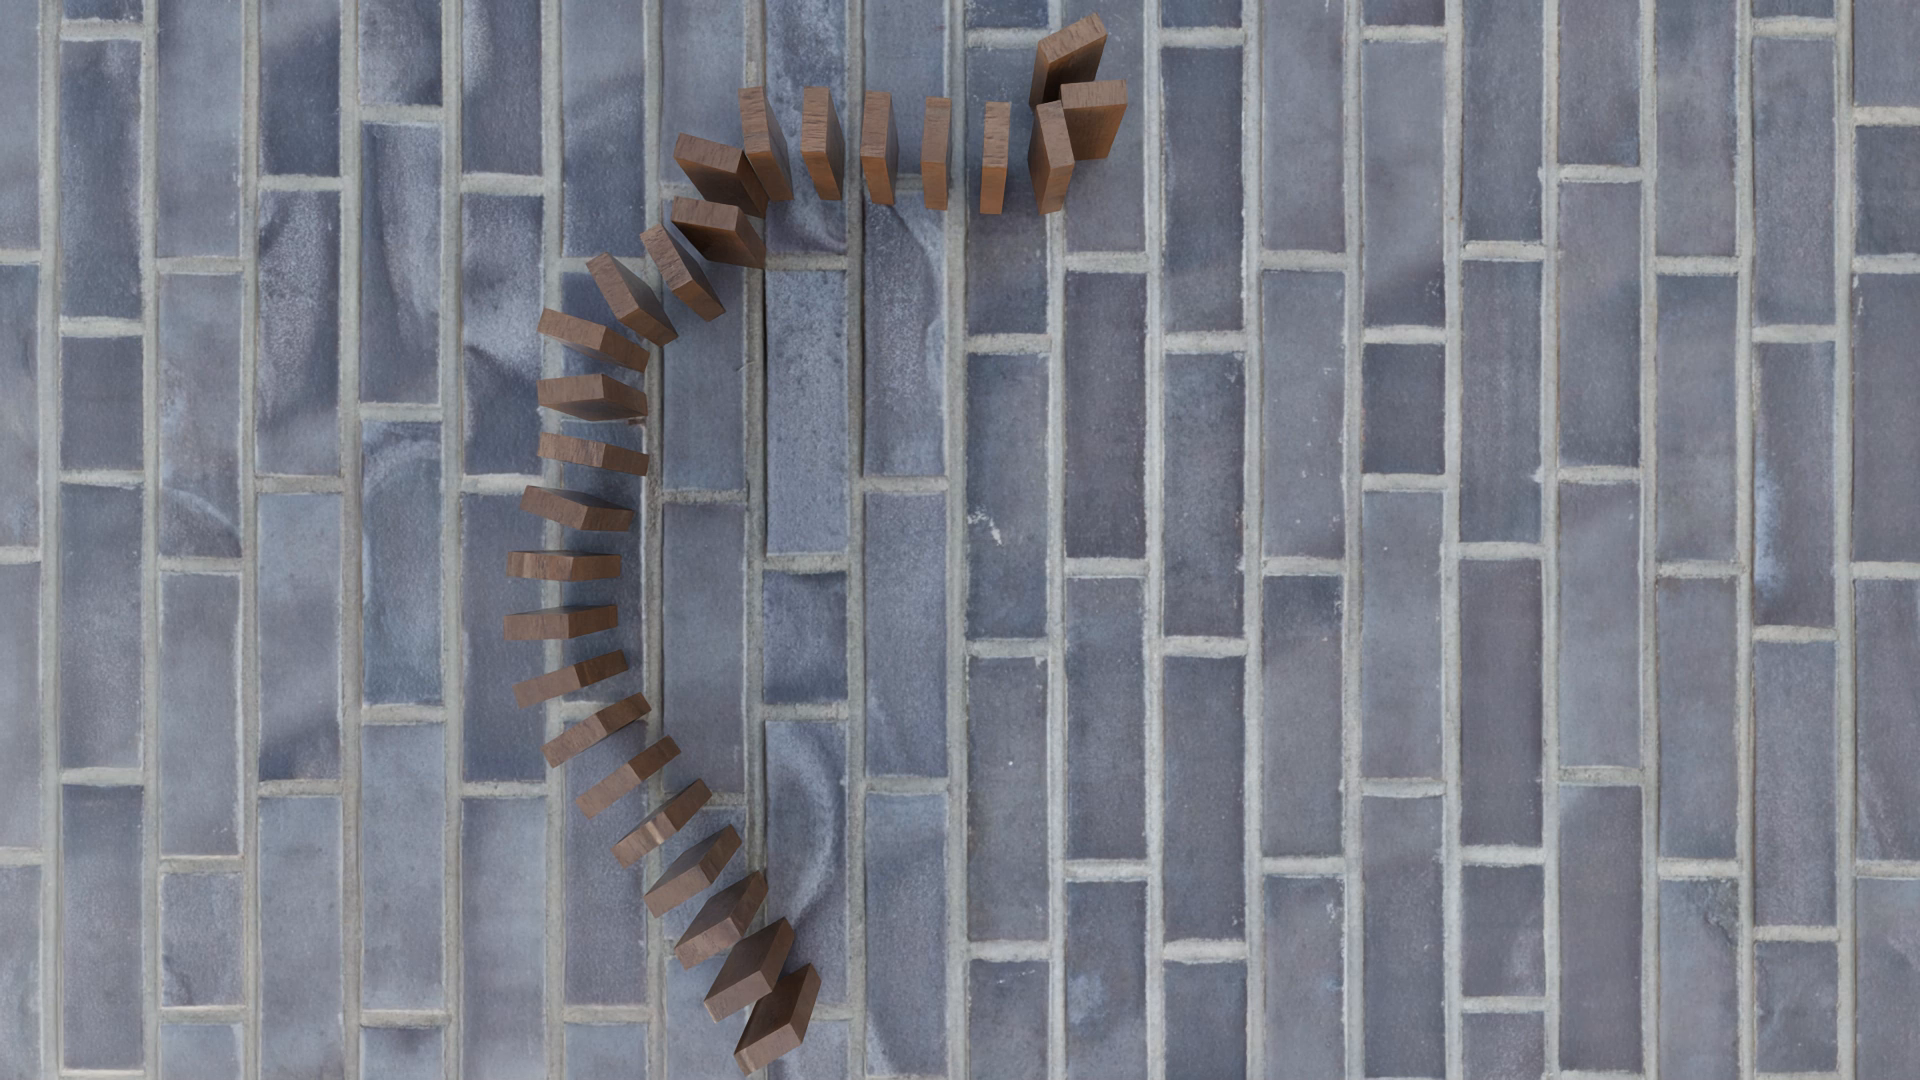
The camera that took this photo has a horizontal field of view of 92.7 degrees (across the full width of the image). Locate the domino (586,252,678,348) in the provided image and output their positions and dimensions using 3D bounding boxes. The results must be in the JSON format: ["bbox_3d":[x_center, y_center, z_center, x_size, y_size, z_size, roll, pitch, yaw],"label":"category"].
[{"bbox_3d":[-0.133,-0.097,0.375,0.009,0.050,0.025,-30,90,0],"label":"domino"}]

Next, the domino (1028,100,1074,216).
[{"bbox_3d":[0.037,-0.155,0.375,0.009,0.050,0.025,-13,90,0],"label":"domino"}]

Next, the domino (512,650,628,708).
[{"bbox_3d":[-0.158,0.056,0.375,0.025,0.050,0.010,-19,90,0],"label":"domino"}]

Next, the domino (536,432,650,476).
[{"bbox_3d":[-0.149,-0.035,0.375,0.025,0.050,0.009,10,90,0],"label":"domino"}]

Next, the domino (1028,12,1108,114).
[{"bbox_3d":[0.043,-0.192,0.375,0.025,0.050,0.010,-27,90,0],"label":"domino"}]

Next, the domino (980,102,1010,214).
[{"bbox_3d":[0.014,-0.155,0.375,0.009,0.050,0.025,3,90,0],"label":"domino"}]

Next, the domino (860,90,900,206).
[{"bbox_3d":[-0.032,-0.159,0.375,0.010,0.050,0.025,5,90,0],"label":"domino"}]

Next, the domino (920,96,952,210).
[{"bbox_3d":[-0.009,-0.157,0.375,0.009,0.050,0.025,5,90,0],"label":"domino"}]

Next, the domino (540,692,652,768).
[{"bbox_3d":[-0.148,0.077,0.375,0.025,0.050,0.010,-32,90,0],"label":"domino"}]

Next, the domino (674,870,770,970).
[{"bbox_3d":[-0.096,0.154,0.375,0.025,0.050,0.010,-30,90,0],"label":"domino"}]

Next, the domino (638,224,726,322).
[{"bbox_3d":[-0.112,-0.108,0.375,0.009,0.050,0.025,-30,90,0],"label":"domino"}]

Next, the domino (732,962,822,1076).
[{"bbox_3d":[-0.074,0.195,0.375,0.025,0.050,0.009,-30,90,0],"label":"domino"}]

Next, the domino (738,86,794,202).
[{"bbox_3d":[-0.079,-0.160,0.375,0.010,0.050,0.025,-8,90,0],"label":"domino"}]

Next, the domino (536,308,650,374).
[{"bbox_3d":[-0.148,-0.081,0.375,0.025,0.050,0.010,17,90,0],"label":"domino"}]

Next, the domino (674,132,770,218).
[{"bbox_3d":[-0.096,-0.148,0.375,0.025,0.050,0.009,15,90,0],"label":"domino"}]

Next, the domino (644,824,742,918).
[{"bbox_3d":[-0.108,0.134,0.375,0.025,0.050,0.010,-31,90,0],"label":"domino"}]

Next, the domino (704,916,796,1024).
[{"bbox_3d":[-0.085,0.175,0.375,0.025,0.050,0.009,-29,90,0],"label":"domino"}]

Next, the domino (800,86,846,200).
[{"bbox_3d":[-0.055,-0.161,0.375,0.010,0.050,0.025,3,90,0],"label":"domino"}]

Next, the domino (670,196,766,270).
[{"bbox_3d":[-0.098,-0.125,0.375,0.025,0.050,0.010,10,90,0],"label":"domino"}]

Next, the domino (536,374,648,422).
[{"bbox_3d":[-0.149,-0.058,0.375,0.025,0.050,0.009,-6,90,0],"label":"domino"}]

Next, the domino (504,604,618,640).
[{"bbox_3d":[-0.162,0.033,0.375,0.025,0.050,0.009,-1,90,0],"label":"domino"}]

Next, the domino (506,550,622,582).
[{"bbox_3d":[-0.161,0.010,0.375,0.025,0.050,0.009,5,90,0],"label":"domino"}]

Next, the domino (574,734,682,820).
[{"bbox_3d":[-0.134,0.096,0.375,0.025,0.050,0.010,-36,90,0],"label":"domino"}]

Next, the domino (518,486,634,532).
[{"bbox_3d":[-0.155,-0.012,0.375,0.025,0.050,0.010,19,90,0],"label":"domino"}]

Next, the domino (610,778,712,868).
[{"bbox_3d":[-0.121,0.115,0.375,0.025,0.050,0.009,-35,90,0],"label":"domino"}]

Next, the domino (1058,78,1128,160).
[{"bbox_3d":[0.051,-0.170,0.375,0.025,0.050,0.009,-5,90,0],"label":"domino"}]
